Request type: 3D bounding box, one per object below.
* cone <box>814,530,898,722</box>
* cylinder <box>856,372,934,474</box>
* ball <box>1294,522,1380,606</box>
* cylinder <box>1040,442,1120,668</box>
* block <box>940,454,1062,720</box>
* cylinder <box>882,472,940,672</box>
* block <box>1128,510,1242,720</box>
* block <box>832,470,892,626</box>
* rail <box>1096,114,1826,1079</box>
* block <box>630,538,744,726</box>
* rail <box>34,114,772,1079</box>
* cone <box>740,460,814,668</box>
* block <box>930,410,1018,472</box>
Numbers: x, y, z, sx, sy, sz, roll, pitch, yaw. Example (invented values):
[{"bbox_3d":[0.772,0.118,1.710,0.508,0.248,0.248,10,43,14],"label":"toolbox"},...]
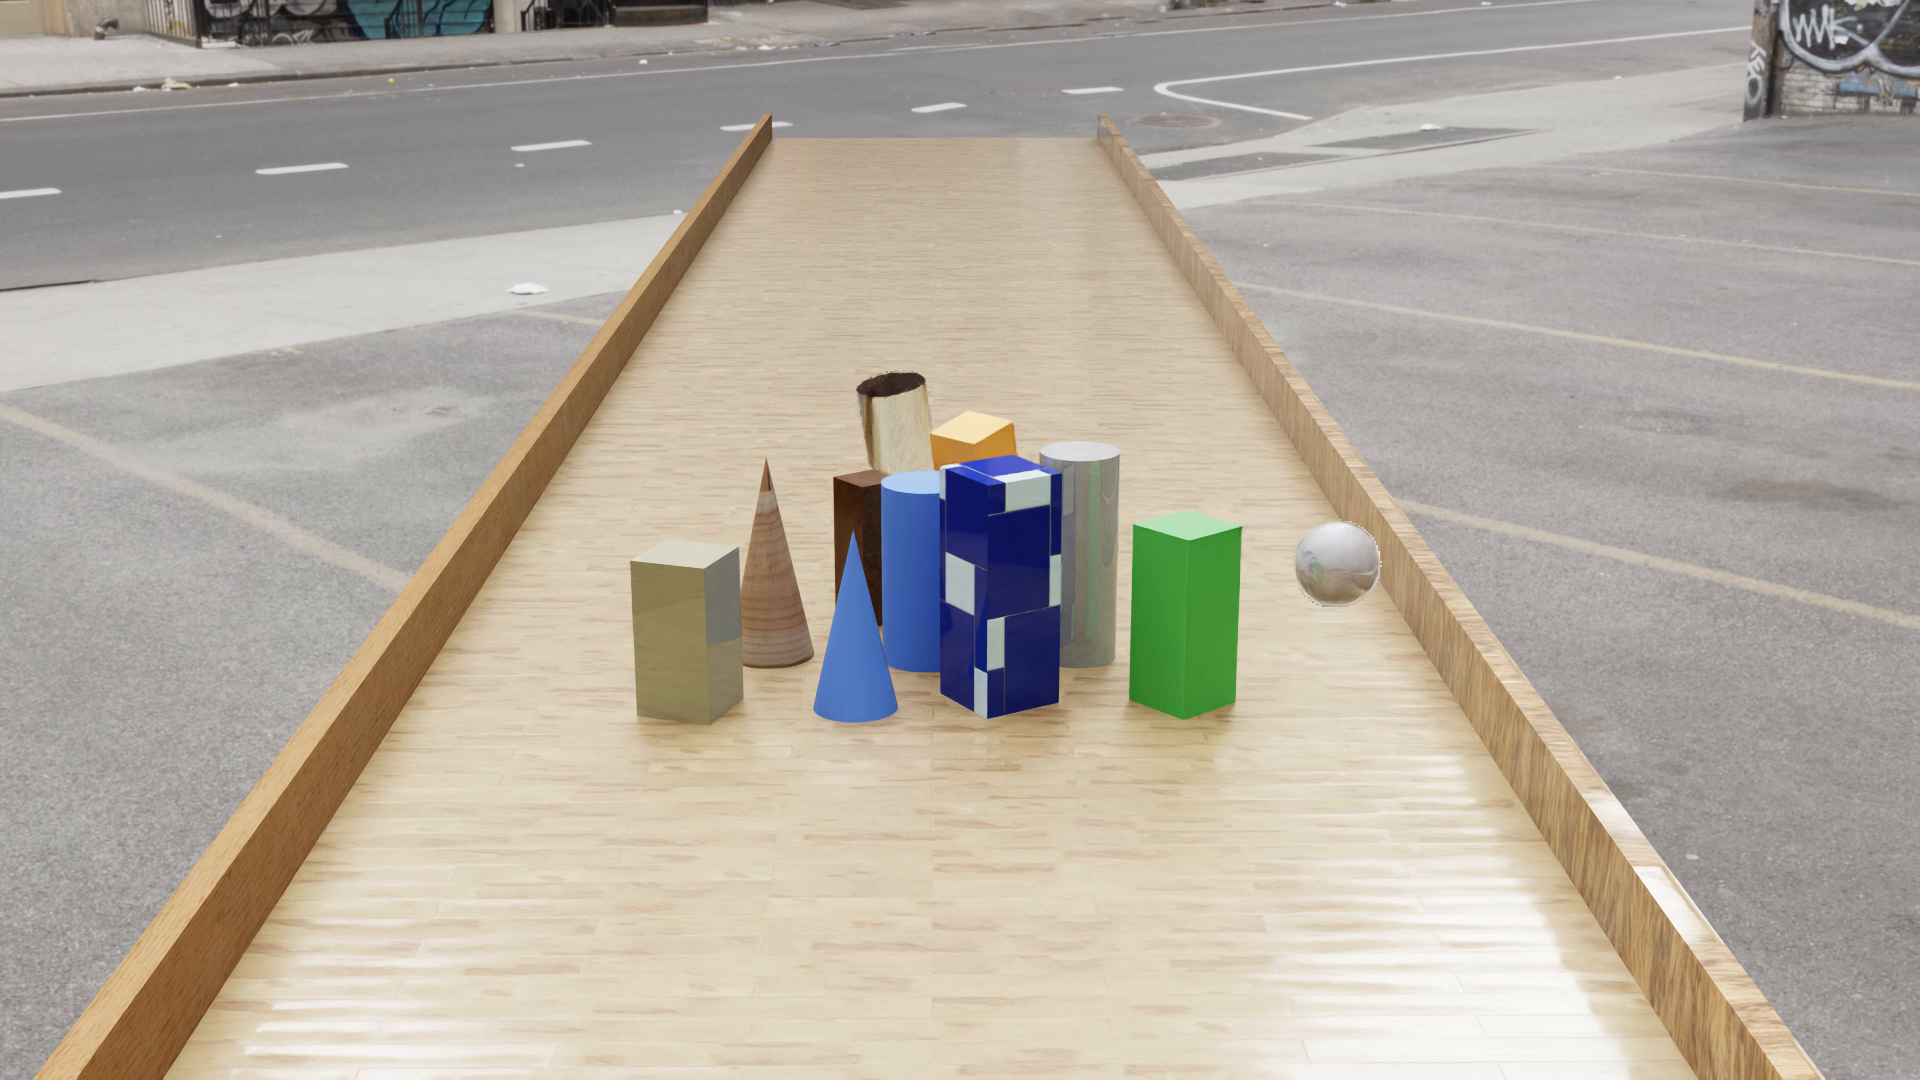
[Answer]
[{"bbox_3d":[-0.198,0.148,4.113,0.161,0.351,0.161,0,17,0],"label":"cone"},{"bbox_3d":[-0.118,-0.130,4.833,0.150,0.453,0.150,-7,23,3],"label":"cylinder"},{"bbox_3d":[0.745,0.047,4.356,0.167,0.167,0.167,0,17,0],"label":"ball"},{"bbox_3d":[0.236,0.029,4.385,0.159,0.425,0.159,0,17,0],"label":"cylinder"},{"bbox_3d":[0.075,0.086,4.146,0.164,0.451,0.164,-10,19,-31],"label":"block"},{"bbox_3d":[-0.070,0.062,4.376,0.172,0.366,0.172,0,17,0],"label":"cylinder"},{"bbox_3d":[0.424,0.139,4.146,0.143,0.349,0.143,-14,21,-39],"label":"block"},{"bbox_3d":[-0.191,0.019,4.622,0.105,0.309,0.105,-12,21,-36],"label":"block"},{"bbox_3d":[0.932,-0.844,7.801,0.050,0.150,12.000,0,17,-1],"label":"rail"},{"bbox_3d":[-0.509,0.171,4.119,0.150,0.304,0.150,6,18,19],"label":"block"},{"bbox_3d":[-1.118,-0.838,7.780,0.050,0.150,12.000,0,17,-1],"label":"rail"},{"bbox_3d":[-0.382,0.032,4.391,0.175,0.414,0.175,0,17,0],"label":"cone"},{"bbox_3d":[0.051,-0.037,4.553,0.121,0.435,0.121,16,36,39],"label":"block"}]
